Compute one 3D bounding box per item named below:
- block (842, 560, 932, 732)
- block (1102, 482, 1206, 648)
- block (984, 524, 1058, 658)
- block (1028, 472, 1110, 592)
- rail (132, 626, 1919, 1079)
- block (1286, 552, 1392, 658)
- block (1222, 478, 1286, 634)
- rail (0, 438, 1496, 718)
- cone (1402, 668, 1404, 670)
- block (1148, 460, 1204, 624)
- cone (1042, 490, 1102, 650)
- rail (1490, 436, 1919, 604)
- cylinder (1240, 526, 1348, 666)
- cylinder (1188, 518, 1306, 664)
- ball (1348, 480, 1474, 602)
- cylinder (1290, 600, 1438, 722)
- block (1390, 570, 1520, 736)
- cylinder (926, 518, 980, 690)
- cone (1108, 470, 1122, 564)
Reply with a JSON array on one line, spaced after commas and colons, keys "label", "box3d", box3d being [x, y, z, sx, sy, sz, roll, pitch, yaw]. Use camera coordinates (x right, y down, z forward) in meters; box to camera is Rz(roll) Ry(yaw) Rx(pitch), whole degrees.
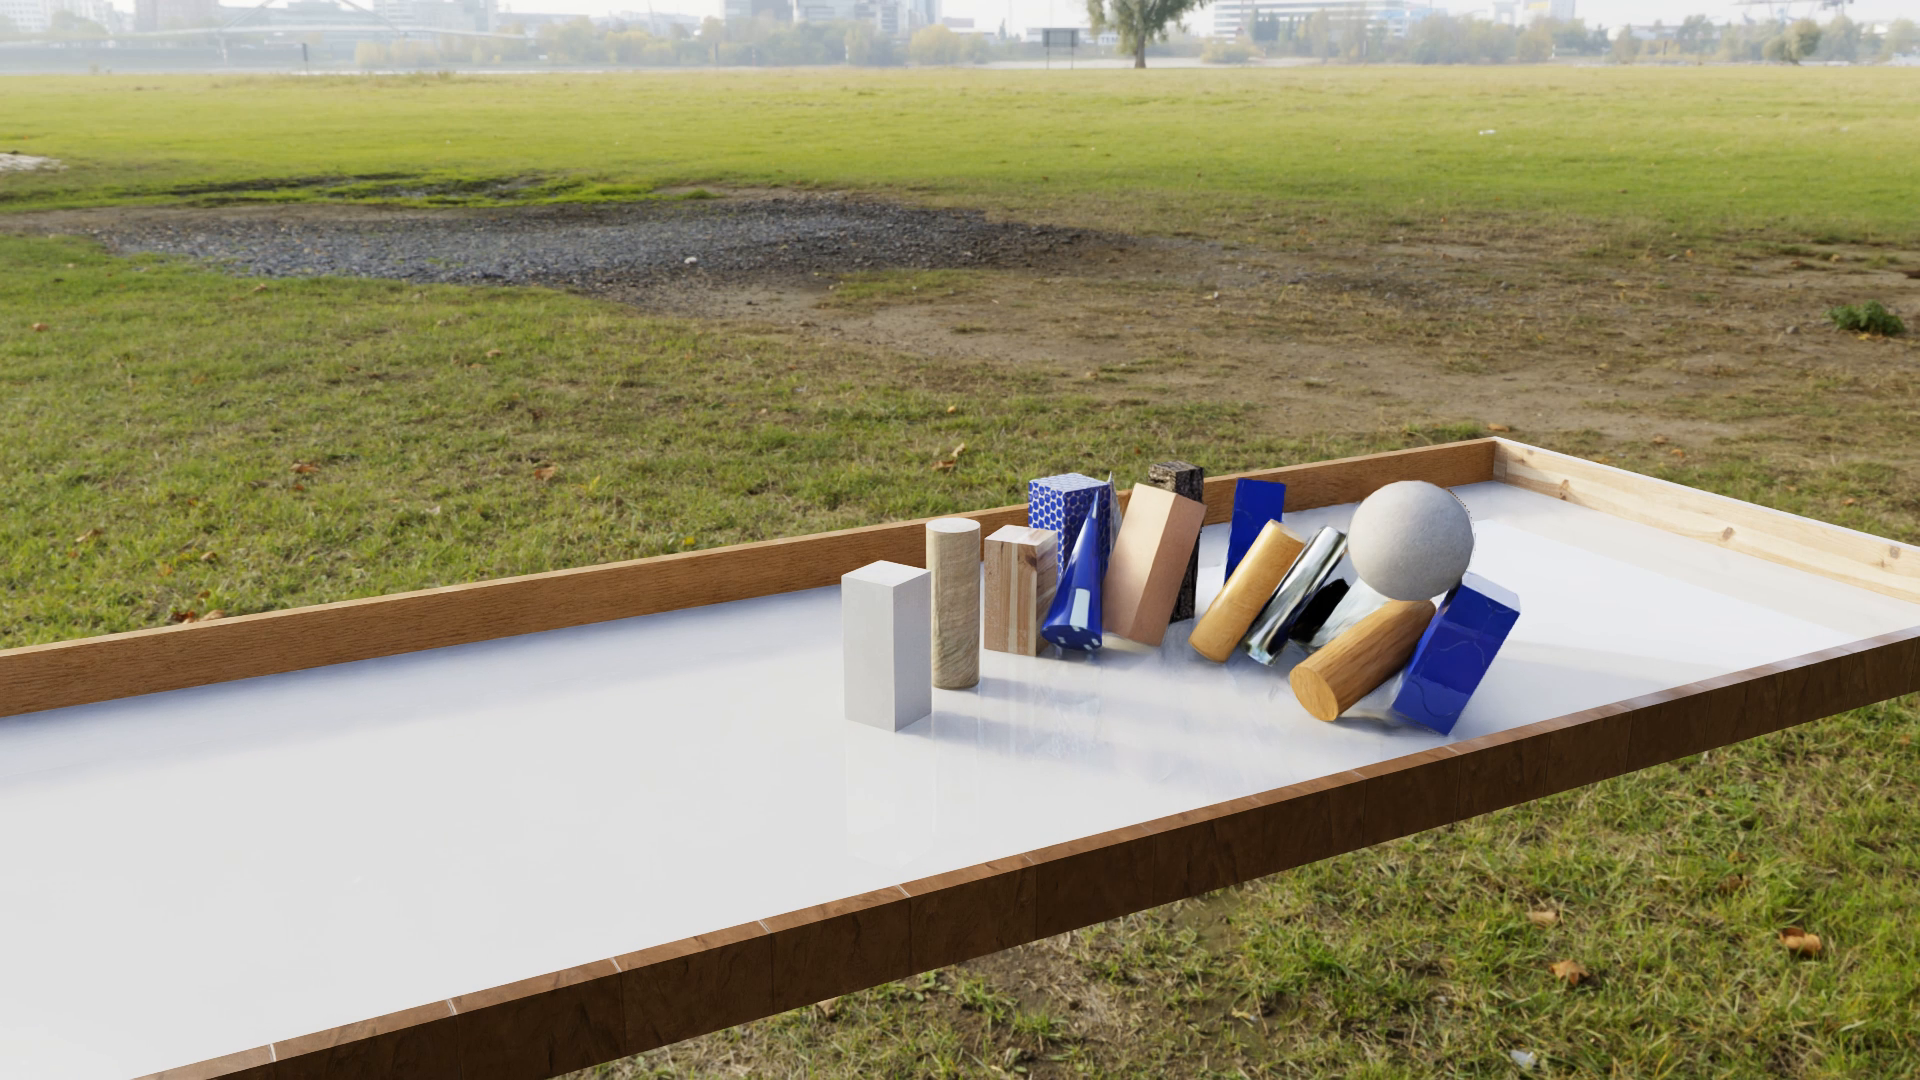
[{"label": "block", "box3d": [-0.170, 0.248, 3.880, 0.149, 0.356, 0.149, 11, 20, 33]}, {"label": "block", "box3d": [0.499, 0.067, 4.381, 0.141, 0.397, 0.141, 18, 1, -44]}, {"label": "block", "box3d": [0.161, 0.133, 4.363, 0.147, 0.304, 0.147, 7, 18, 24]}, {"label": "block", "box3d": [0.302, 0.027, 4.575, 0.159, 0.387, 0.159, -11, 19, -33]}, {"label": "rail", "box3d": [-2.336, 1.006, 1.665, 12.000, 0.150, 0.050, -9, 18, -27]}, {"label": "block", "box3d": [1.003, 0.175, 4.138, 0.158, 0.319, 0.158, 42, -8, -25]}, {"label": "block", "box3d": [0.779, 0.052, 4.416, 0.126, 0.406, 0.126, 8, -9, 8]}, {"label": "rail", "box3d": [-3.305, 0.497, 3.399, 12.000, 0.150, 0.050, -9, 18, -27]}, {"label": "cone", "box3d": [1.156, 0.152, 4.196, 0.146, 0.334, 0.146, 28, 0, 0]}, {"label": "block", "box3d": [0.588, 0.005, 4.570, 0.106, 0.429, 0.106, -9, 19, -35]}, {"label": "cone", "box3d": [0.334, 0.055, 4.386, 0.163, 0.447, 0.163, 10, -25, 5]}, {"label": "rail", "box3d": [2.466, -0.048, 5.253, 0.050, 0.150, 2.100, -9, 18, -27]}, {"label": "cylinder", "box3d": [0.876, 0.144, 4.278, 0.106, 0.106, 0.384, 20, 66, 49]}, {"label": "cylinder", "box3d": [0.734, 0.133, 4.226, 0.111, 0.378, 0.111, 30, 16, -9]}, {"label": "ball", "box3d": [1.034, 0.003, 3.785, 0.279, 0.279, 0.279, 0, 16, 0]}, {"label": "cylinder", "box3d": [0.977, 0.274, 3.948, 0.372, 0.151, 0.151, -31, 29, -24]}, {"label": "block", "box3d": [1.145, 0.258, 3.818, 0.142, 0.339, 0.142, 27, 20, 8]}, {"label": "cylinder", "box3d": [-0.017, 0.159, 4.093, 0.133, 0.407, 0.133, 0, 16, 0]}, {"label": "cone", "box3d": [0.440, -0.035, 4.852, 0.172, 0.351, 0.172, 0, 16, 0]}]
